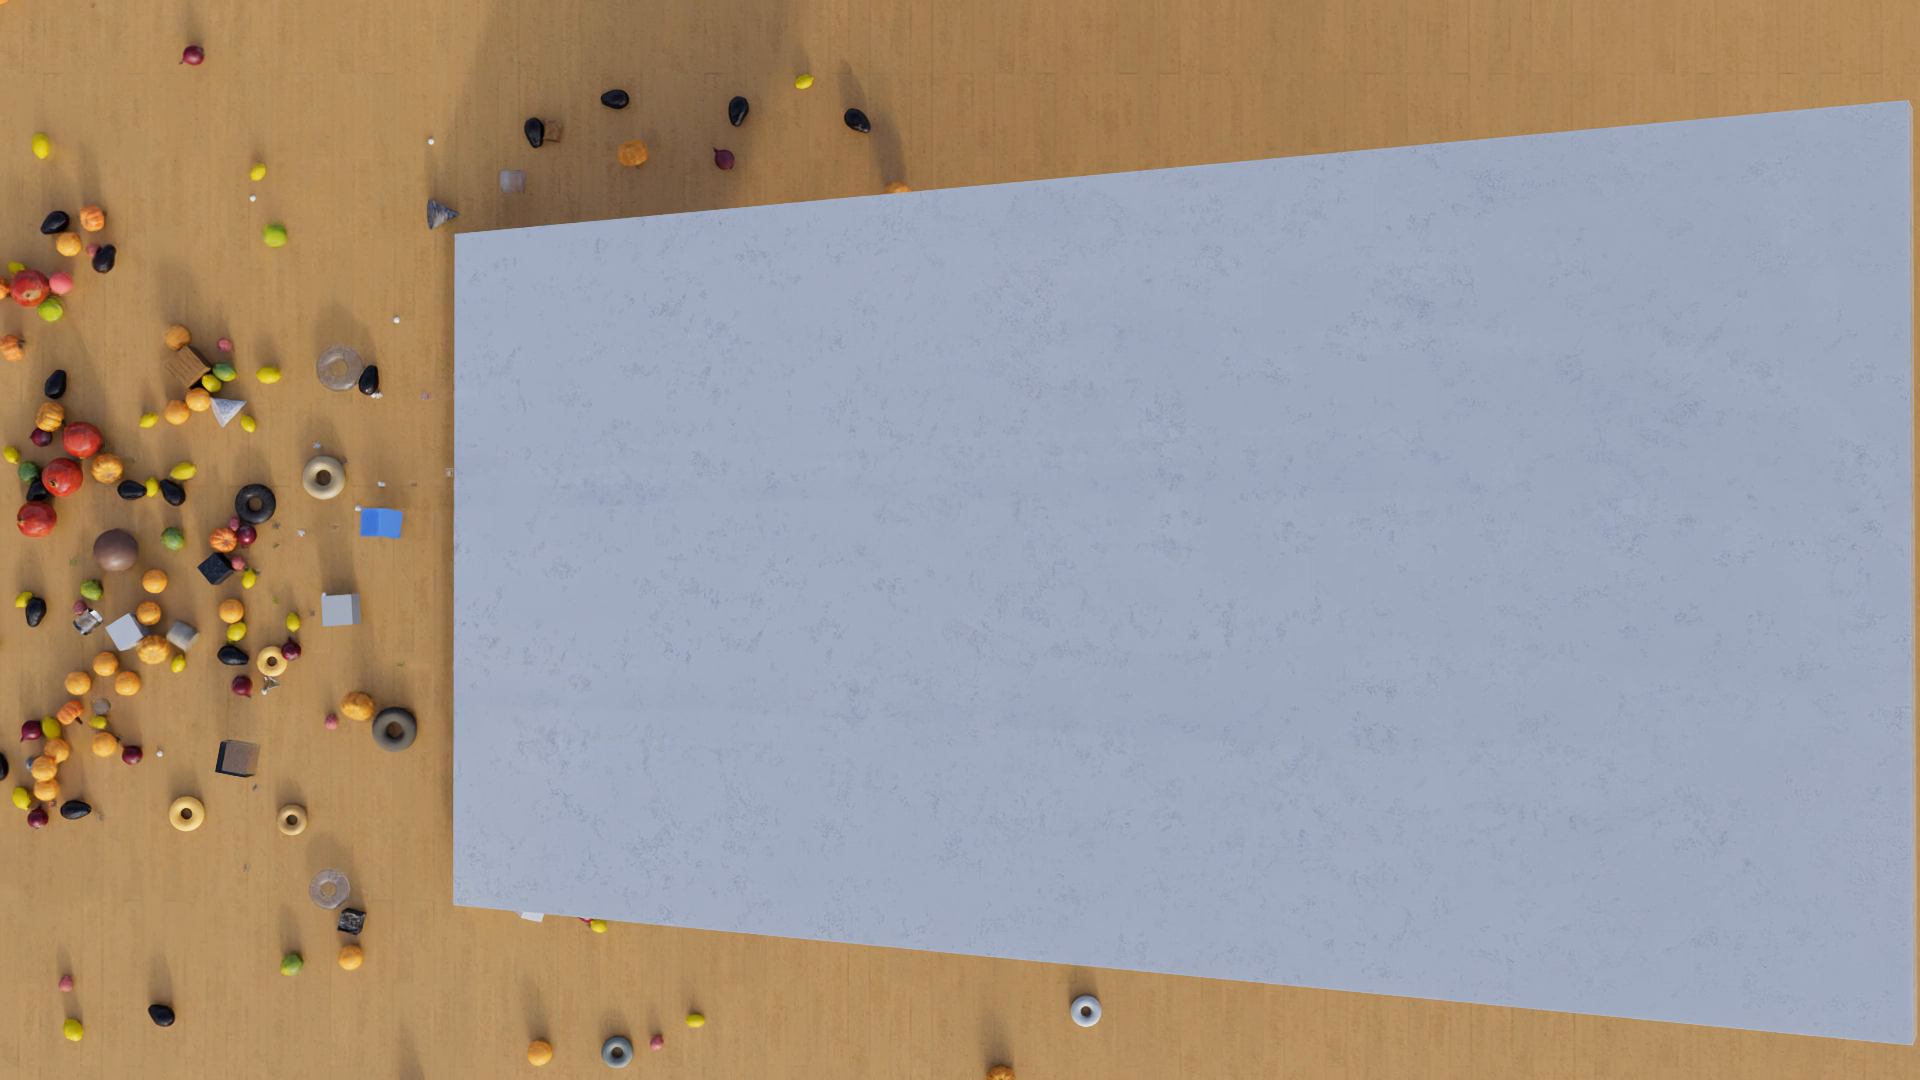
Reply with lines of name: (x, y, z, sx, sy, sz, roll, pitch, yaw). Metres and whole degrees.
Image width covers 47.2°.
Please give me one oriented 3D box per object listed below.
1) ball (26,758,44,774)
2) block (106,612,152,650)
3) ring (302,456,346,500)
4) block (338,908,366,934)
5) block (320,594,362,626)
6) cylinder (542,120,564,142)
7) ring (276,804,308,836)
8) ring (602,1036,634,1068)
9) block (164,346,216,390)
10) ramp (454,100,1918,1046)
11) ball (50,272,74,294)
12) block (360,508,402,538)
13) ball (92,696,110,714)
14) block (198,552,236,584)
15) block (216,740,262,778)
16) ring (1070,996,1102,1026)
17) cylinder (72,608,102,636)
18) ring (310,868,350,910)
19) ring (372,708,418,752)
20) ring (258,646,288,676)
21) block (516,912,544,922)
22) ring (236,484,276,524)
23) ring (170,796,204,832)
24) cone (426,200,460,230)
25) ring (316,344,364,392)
ball: (-2.780, 0.679, 6.610, 0.050, 0.050, 0.050, 0, 89, 0)
block: (-2.493, 0.274, 6.598, 0.082, 0.082, 0.082, -32, 89, 0)
ring: (-1.916, -0.189, 6.622, 0.134, 0.045, 0.134, 0, 91, -1)
block: (-1.826, 1.145, 6.600, 0.060, 0.060, 0.060, 15, 89, 0)
block: (-1.856, 0.210, 6.595, 0.090, 0.090, 0.090, -4, 89, 0)
cylinder: (-1.226, -1.231, 6.627, 0.054, 0.054, 0.054, 8, 86, 0)
ring: (-2.010, 0.842, 6.618, 0.094, 0.031, 0.094, 0, 88, -1)
ring: (-1.030, 1.540, 6.610, 0.097, 0.032, 0.097, 0, 88, 0)
block: (-2.311, -0.518, 6.602, 0.090, 0.090, 0.090, -43, 90, 0)
ramp: (0.275, 0.077, 5.646, 4.000, 0.100, 2.000, 0, 89, 28)
ball: (-2.704, -0.775, 6.616, 0.067, 0.067, 0.067, 0, 89, 0)
block: (-1.732, -0.051, 6.584, 0.084, 0.084, 0.084, 3, 89, 39)
ball: (-2.583, 0.498, 6.610, 0.053, 0.053, 0.053, 0, 89, 0)
block: (-2.232, 0.086, 6.606, 0.069, 0.069, 0.069, -40, 90, 0)
block: (-2.163, 0.654, 6.589, 0.093, 0.093, 0.093, 11, 89, 0)
ring: (0.379, 1.416, 6.612, 0.093, 0.031, 0.093, 0, 89, 1)
cylinder: (-2.621, 0.246, 6.609, 0.060, 0.060, 0.060, -41, 90, 0)
ring: (-1.896, 1.050, 6.611, 0.123, 0.041, 0.123, 0, 89, 1)
ring: (-1.700, 0.570, 6.614, 0.135, 0.045, 0.135, 0, 90, -1)
ring: (-2.072, 0.365, 6.623, 0.092, 0.031, 0.092, 0, 88, 0)
block: (-1.284, 1.096, 6.585, 0.066, 0.066, 0.066, 20, 89, -31)
ring: (-2.122, -0.109, 6.623, 0.123, 0.041, 0.123, 0, 91, 0)
ring: (-2.327, 0.823, 6.616, 0.105, 0.035, 0.105, 0, 88, 0)
cone: (-1.551, -0.982, 6.631, 0.092, 0.092, 0.092, -5, 89, -27)
ring: (-1.868, -0.517, 6.624, 0.143, 0.048, 0.143, 0, 90, 1)
